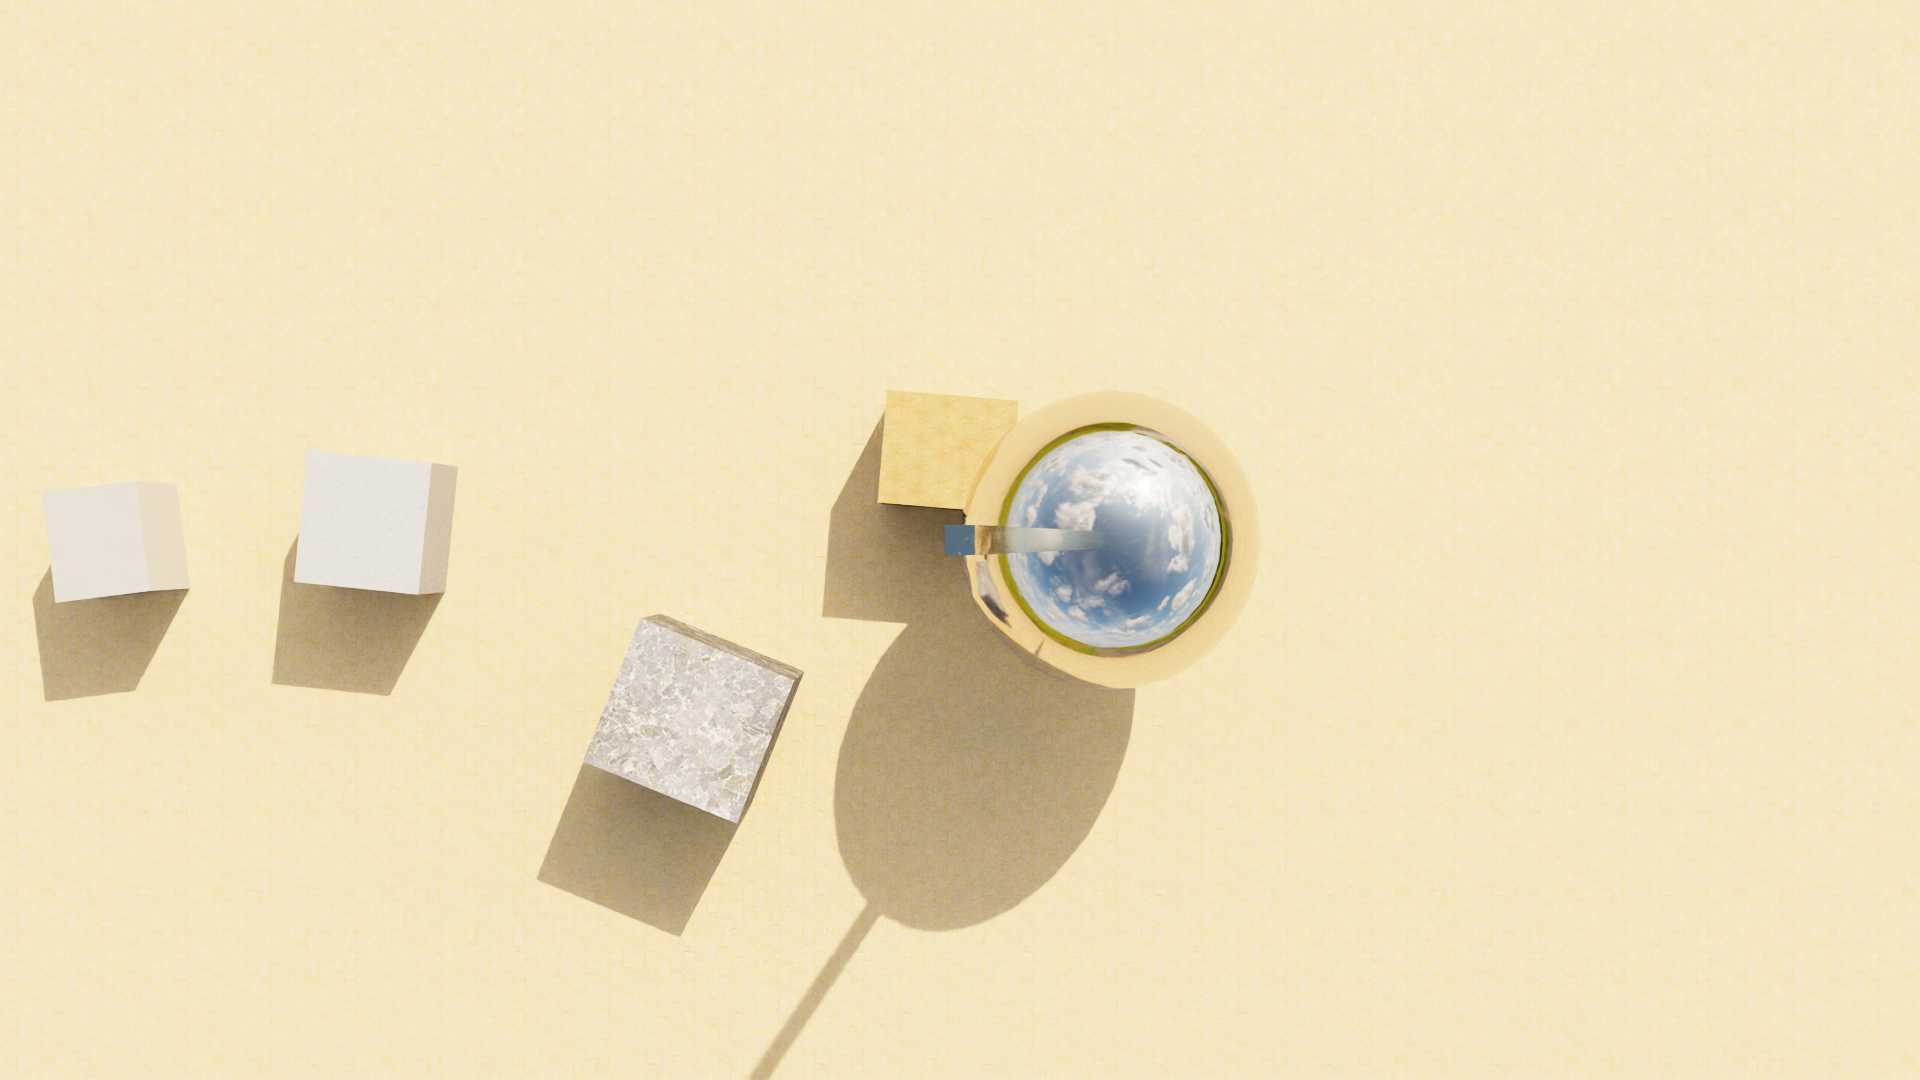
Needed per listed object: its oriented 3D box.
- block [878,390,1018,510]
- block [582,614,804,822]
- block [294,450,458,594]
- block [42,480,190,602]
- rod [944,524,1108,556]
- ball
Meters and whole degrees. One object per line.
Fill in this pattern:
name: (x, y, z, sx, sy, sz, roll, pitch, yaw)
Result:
block: (-0.066, -0.495, 12.646, 0.739, 0.707, 0.631, 5, 90, 0)
block: (-1.502, 1.000, 12.584, 0.919, 0.832, 0.853, 22, 90, 0)
block: (-3.352, -0.100, 12.672, 0.701, 0.655, 0.745, 6, 90, 0)
block: (-4.855, 0.009, 12.677, 0.535, 0.646, 0.624, -7, 90, 0)
rod: (0.346, 0.000, 8.336, 0.080, 5.200, 0.080, 0, 90, 8)
ball: (0.799, 0.000, 11.706, 1.600, 1.600, 1.600, 0, 90, 0)
